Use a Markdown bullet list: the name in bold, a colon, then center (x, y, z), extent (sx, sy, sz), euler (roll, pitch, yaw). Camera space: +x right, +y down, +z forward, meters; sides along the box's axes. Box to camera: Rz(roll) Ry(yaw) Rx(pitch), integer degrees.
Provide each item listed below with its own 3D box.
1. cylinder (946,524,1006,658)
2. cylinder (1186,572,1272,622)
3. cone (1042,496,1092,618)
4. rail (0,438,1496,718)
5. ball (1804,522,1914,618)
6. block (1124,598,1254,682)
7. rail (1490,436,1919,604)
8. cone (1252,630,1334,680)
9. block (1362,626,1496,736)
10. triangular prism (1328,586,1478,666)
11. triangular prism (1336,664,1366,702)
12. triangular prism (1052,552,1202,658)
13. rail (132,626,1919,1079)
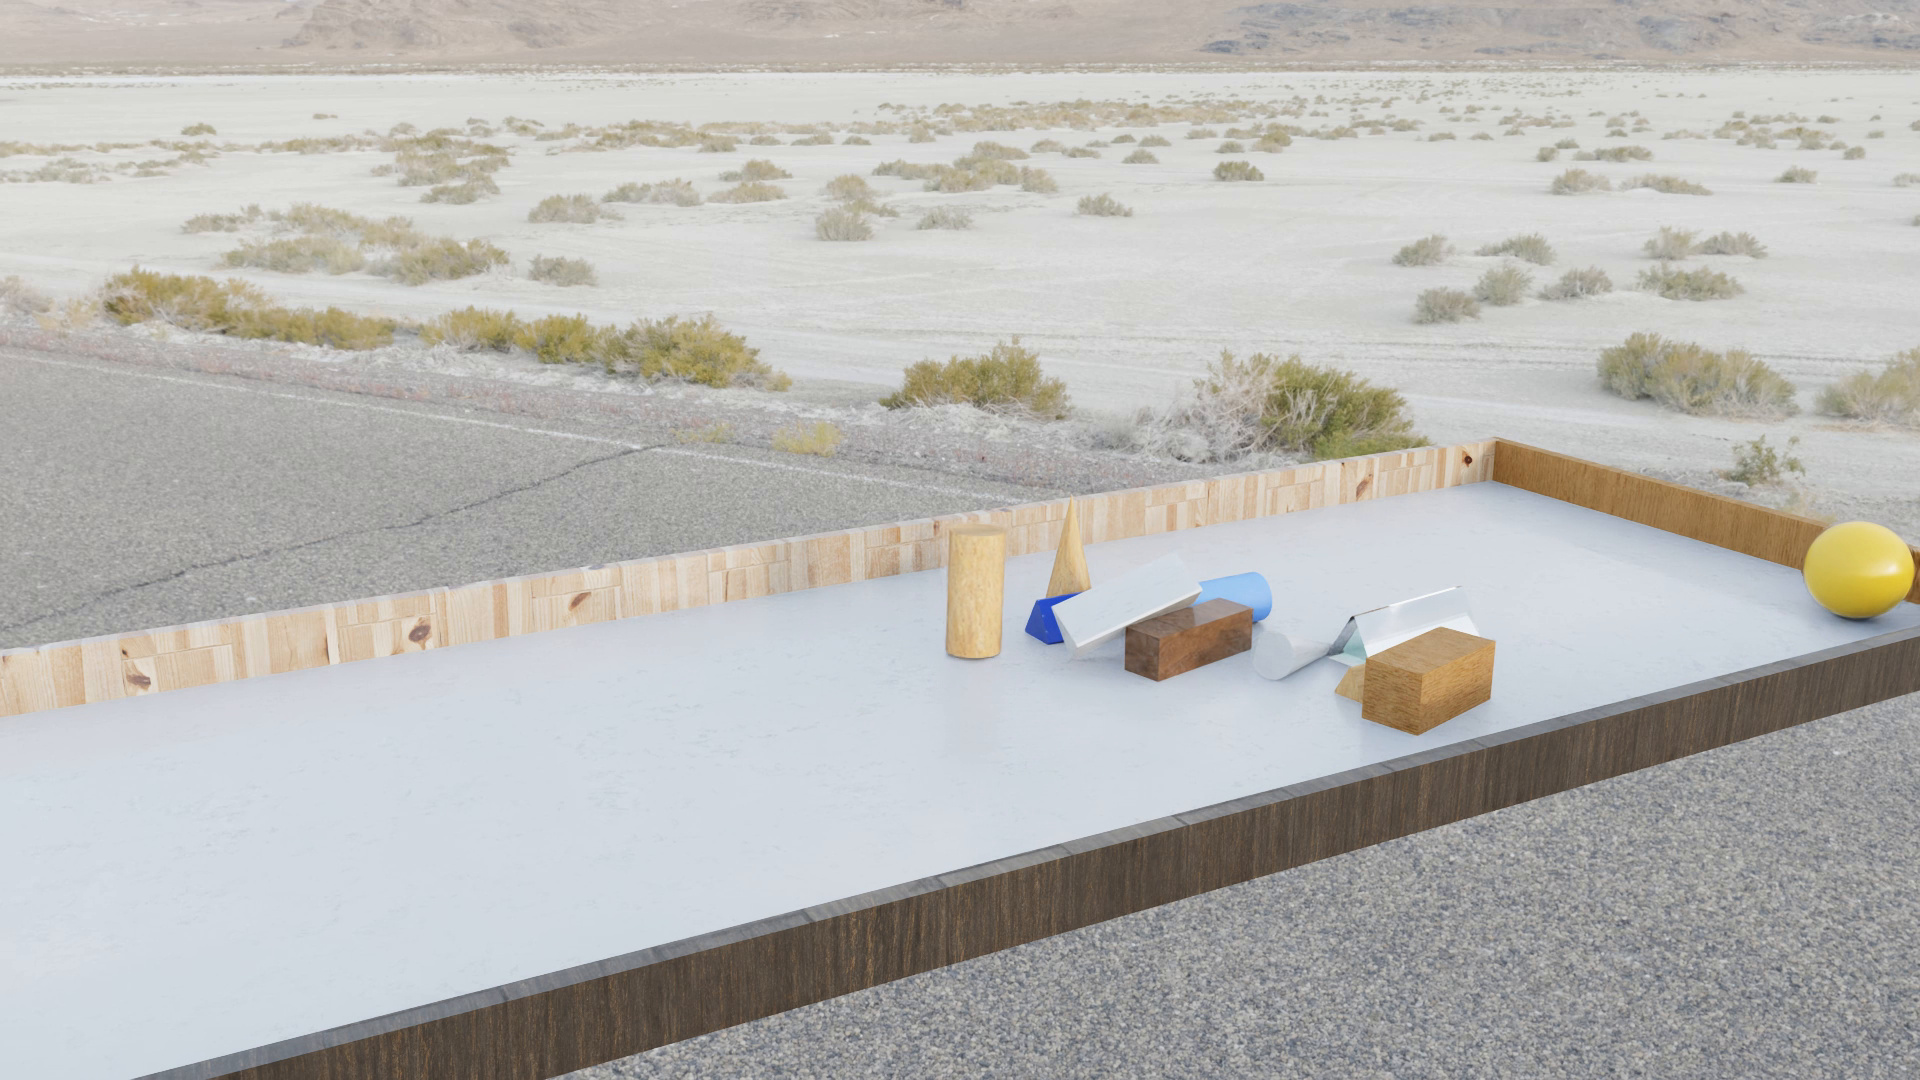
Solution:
- **cylinder**: center (0.040, 0.131, 4.317), extent (0.148, 0.325, 0.148), euler (2, 13, 0)
- **cylinder**: center (0.660, 0.182, 4.491), extent (0.375, 0.137, 0.137), euler (-9, 19, -29)
- **cone**: center (0.309, 0.037, 4.616), extent (0.155, 0.345, 0.155), euler (0, 16, 0)
- **rail**: center (-3.305, 0.497, 3.399), extent (12.000, 0.150, 0.050), euler (-9, 18, -27)
- **ball**: center (2.499, 0.083, 4.590), extent (0.272, 0.272, 0.272), euler (0, 16, 0)
- **block**: center (0.597, 0.255, 4.281), extent (0.364, 0.116, 0.116), euler (-14, 21, -39)
- **rail**: center (2.466, -0.048, 5.253), extent (0.050, 0.150, 2.100), euler (-9, 18, -27)
- **cone**: center (0.902, 0.286, 4.272), extent (0.125, 0.125, 0.337), euler (15, 12, 42)
- **block**: center (1.125, 0.333, 3.952), extent (0.329, 0.151, 0.151), euler (-15, 22, -41)
- **triangular prism**: center (1.180, 0.222, 4.354), extent (0.432, 0.131, 0.152), euler (-11, 20, -34)
- **triangular prism**: center (1.100, 0.318, 4.132), extent (0.371, 0.076, 0.088), euler (-12, 20, -35)
- **triangular prism**: center (0.425, 0.160, 4.265), extent (0.357, 0.133, 0.154), euler (-24, -14, -8)
- **rail**: center (-2.336, 1.006, 1.665), extent (12.000, 0.150, 0.050), euler (-9, 18, -27)
